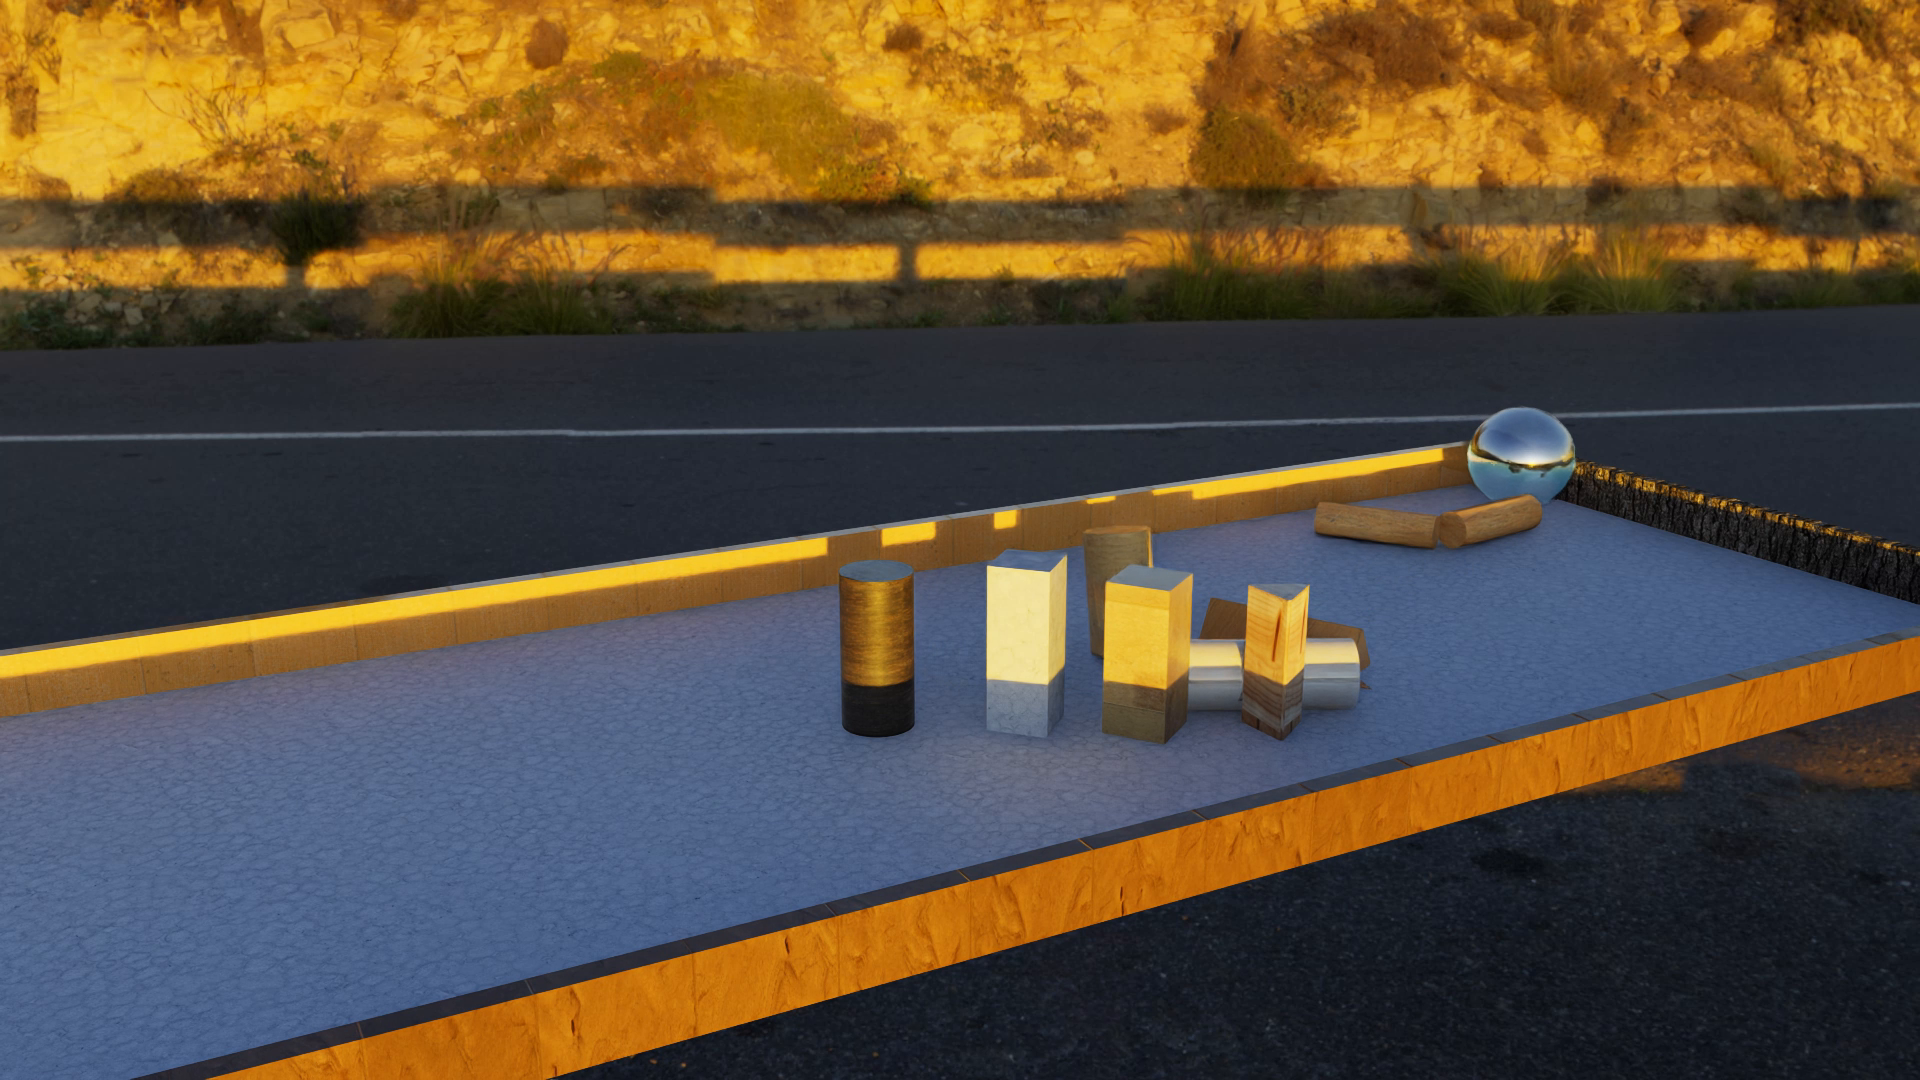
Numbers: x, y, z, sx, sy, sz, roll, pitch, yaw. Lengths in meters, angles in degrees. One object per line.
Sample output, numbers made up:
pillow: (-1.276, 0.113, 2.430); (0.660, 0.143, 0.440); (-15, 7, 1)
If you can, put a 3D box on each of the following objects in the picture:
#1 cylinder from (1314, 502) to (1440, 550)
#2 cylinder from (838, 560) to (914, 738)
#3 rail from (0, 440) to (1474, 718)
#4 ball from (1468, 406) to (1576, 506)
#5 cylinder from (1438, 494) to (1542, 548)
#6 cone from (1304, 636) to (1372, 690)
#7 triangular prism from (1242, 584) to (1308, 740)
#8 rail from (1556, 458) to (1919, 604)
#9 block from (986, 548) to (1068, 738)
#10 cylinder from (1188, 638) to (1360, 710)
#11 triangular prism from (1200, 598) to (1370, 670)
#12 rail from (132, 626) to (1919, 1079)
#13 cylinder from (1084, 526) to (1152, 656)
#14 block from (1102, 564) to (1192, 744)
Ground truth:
cylinder: (1.346, -0.049, 5.327); (0.378, 0.109, 0.109); (8, 18, 26)
cylinder: (-0.192, 0.251, 3.834); (0.172, 0.377, 0.172); (0, 16, 0)
rail: (-3.305, 0.497, 3.399); (12.000, 0.150, 0.050); (-9, 18, -27)
ball: (1.937, -0.284, 5.696); (0.354, 0.354, 0.354); (0, 16, 0)
cylinder: (1.722, -0.063, 5.359); (0.384, 0.119, 0.119); (-11, 20, -33)
cone: (0.894, 0.311, 4.154); (0.314, 0.165, 0.165); (25, 26, 24)
triangular prism: (0.753, 0.273, 3.824); (0.119, 0.340, 0.138); (-10, 19, -30)
rail: (2.466, -0.048, 5.253); (0.050, 0.150, 2.100); (-9, 18, -27)
block: (0.155, 0.238, 3.835); (0.147, 0.400, 0.147); (5, 17, 18)
cylinder: (0.732, 0.321, 3.961); (0.416, 0.170, 0.170); (0, 16, -2)
triangular prism: (0.846, 0.244, 4.308); (0.428, 0.115, 0.133); (12, 20, 35)
rail: (-2.336, 1.006, 1.665); (12.000, 0.150, 0.050); (-9, 18, -27)
cylinder: (0.418, 0.132, 4.292); (0.175, 0.319, 0.175); (-4, 6, 0)
block: (0.433, 0.262, 3.810); (0.153, 0.369, 0.153); (8, 18, 26)
